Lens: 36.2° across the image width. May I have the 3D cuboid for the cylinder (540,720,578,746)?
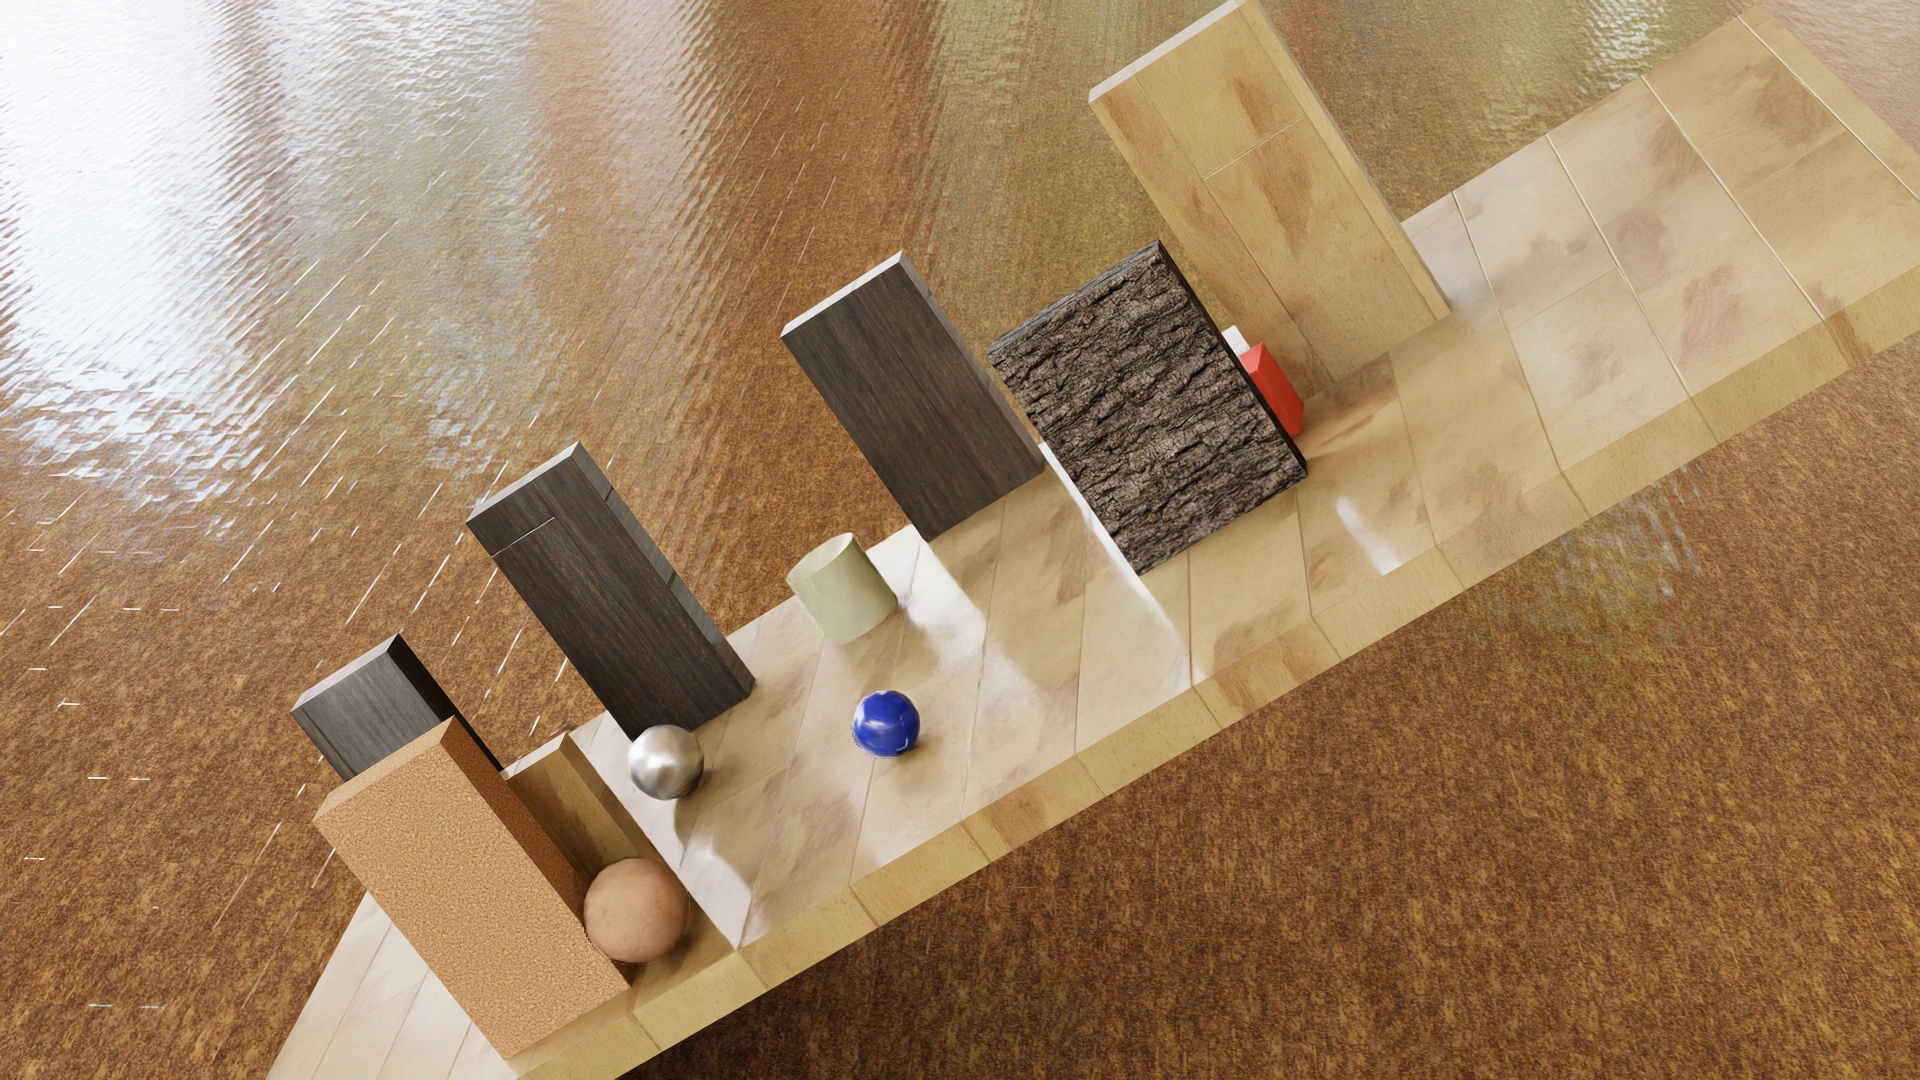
[{"bbox_3d":[-1.107,0.583,8.266,0.108,0.108,0.108,-36,26,-1],"label":"cylinder"}]

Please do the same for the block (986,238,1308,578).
[{"bbox_3d":[0.374,-0.259,5.849,0.399,0.550,0.098,-31,16,14],"label":"block"}]

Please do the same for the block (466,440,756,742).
[{"bbox_3d":[-0.811,0.145,6.862,0.305,0.707,0.103,-31,16,14],"label":"block"}]

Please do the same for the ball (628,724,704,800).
[{"bbox_3d":[-0.650,0.491,6.503,0.168,0.168,0.168,0,21,0],"label":"ball"}]

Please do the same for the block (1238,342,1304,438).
[{"bbox_3d":[0.603,-0.281,6.167,0.165,0.165,0.165,-30,16,20],"label":"block"}]

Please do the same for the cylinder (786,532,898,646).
[{"bbox_3d":[-0.272,0.114,6.802,0.187,0.187,0.187,-33,15,10],"label":"cylinder"}]

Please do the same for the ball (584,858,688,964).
[{"bbox_3d":[-0.620,0.709,5.627,0.201,0.201,0.201,0,21,0],"label":"ball"}]

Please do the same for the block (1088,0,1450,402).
[{"bbox_3d":[0.651,-0.711,6.170,0.394,0.787,0.131,-31,16,14],"label":"block"}]

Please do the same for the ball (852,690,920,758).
[{"bbox_3d":[-0.147,0.366,5.868,0.135,0.135,0.135,0,21,0],"label":"ball"}]

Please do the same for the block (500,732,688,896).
[{"bbox_3d":[-0.839,0.664,5.899,0.416,0.420,0.081,-31,16,14],"label":"block"}]

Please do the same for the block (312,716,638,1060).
[{"bbox_3d":[-0.929,0.676,5.688,0.309,0.612,0.125,-31,16,14],"label":"block"}]

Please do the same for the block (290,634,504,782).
[{"bbox_3d":[-1.154,0.547,6.470,0.269,0.659,0.106,-31,16,14],"label":"block"}]

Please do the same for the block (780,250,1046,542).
[{"bbox_3d":[-0.108,-0.338,7.000,0.339,0.613,0.104,-31,16,14],"label":"block"}]

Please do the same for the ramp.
[{"bbox_3d":[0.138,0.172,6.299,4.000,0.100,2.000,-31,16,14],"label":"ramp"}]
